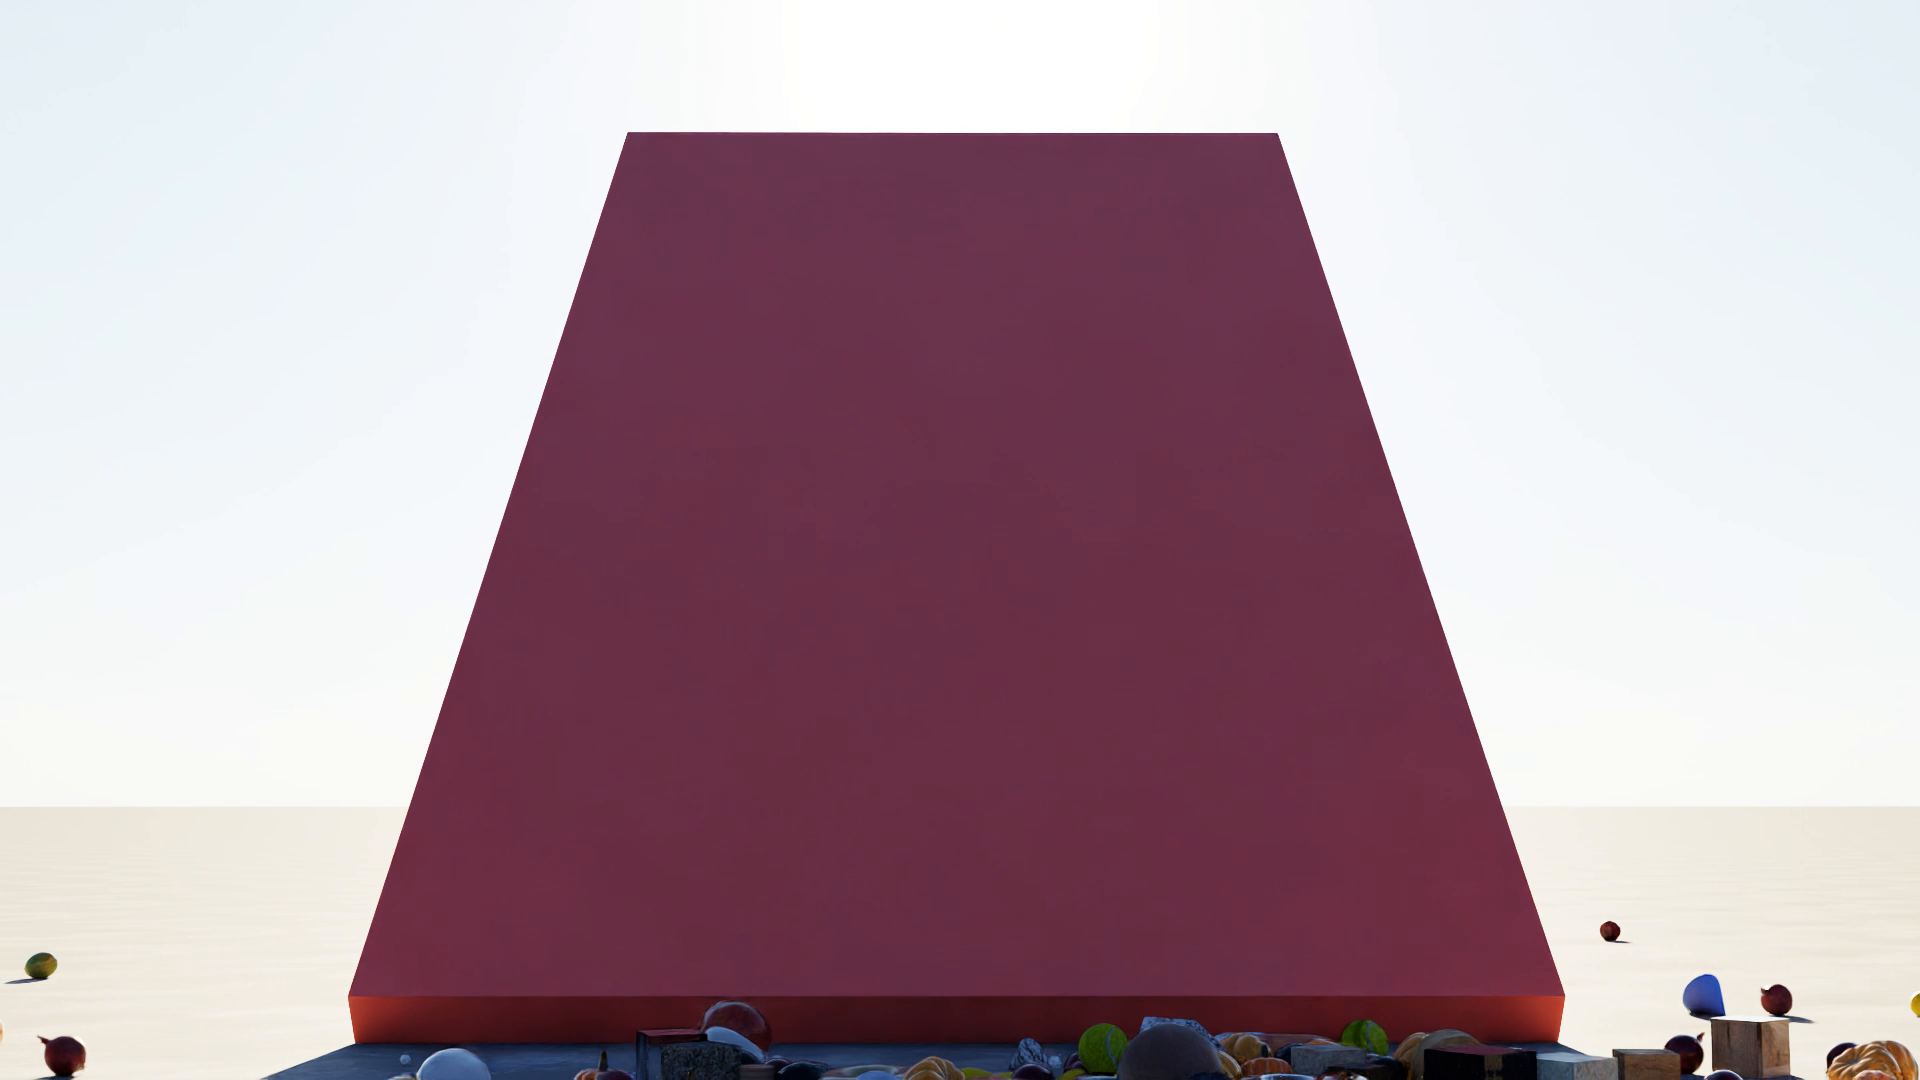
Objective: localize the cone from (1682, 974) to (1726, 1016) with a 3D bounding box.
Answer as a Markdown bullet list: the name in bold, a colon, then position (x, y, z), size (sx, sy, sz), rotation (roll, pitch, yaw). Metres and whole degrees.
- **cone**: position (1.416, 0.873, 4.541), size (0.083, 0.083, 0.083), rotation (2, 20, -20)

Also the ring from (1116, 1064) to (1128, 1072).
- **ring**: position (0.265, 0.741, 3.317), size (0.115, 0.038, 0.115), rotation (-1, -5, 0)

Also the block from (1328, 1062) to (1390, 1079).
- **block**: position (0.518, 0.712, 3.139), size (0.057, 0.057, 0.057), rotation (-6, -8, 42)

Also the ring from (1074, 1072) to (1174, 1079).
- **ring**: position (0.213, 0.713, 3.110), size (0.150, 0.050, 0.150), rotation (1, -9, 0)

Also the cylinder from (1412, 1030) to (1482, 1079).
- **cylinder**: position (0.648, 0.694, 3.163), size (0.098, 0.098, 0.098), rotation (0, -6, 2)

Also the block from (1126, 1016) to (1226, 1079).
- **block**: position (0.287, 0.691, 3.204), size (0.083, 0.083, 0.083), rotation (-5, -40, 40)

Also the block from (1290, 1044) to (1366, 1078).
- **block**: position (0.493, 0.715, 3.229), size (0.071, 0.071, 0.071), rotation (3, -7, -27)

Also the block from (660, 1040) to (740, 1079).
- **block**: position (-0.345, 0.710, 3.214), size (0.077, 0.077, 0.077), rotation (5, -8, -38)

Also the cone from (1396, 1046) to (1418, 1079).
- **cone**: position (0.636, 0.743, 3.313), size (0.073, 0.073, 0.073), rotation (-1, 20, 7)

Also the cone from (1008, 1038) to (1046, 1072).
- **cone**: position (0.089, 0.777, 3.595), size (0.056, 0.056, 0.056), rotation (-38, -27, 31)

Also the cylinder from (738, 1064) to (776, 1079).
- **cylinder**: position (-0.269, 0.721, 3.193), size (0.051, 0.051, 0.051), rotation (0, -6, 0)

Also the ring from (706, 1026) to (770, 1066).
- **ring**: position (-0.322, 0.739, 3.482), size (0.110, 0.037, 0.110), rotation (28, -24, 14)

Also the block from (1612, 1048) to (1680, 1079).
- **block**: position (0.903, 0.709, 3.179), size (0.072, 0.072, 0.072), rotation (0, -6, 2)

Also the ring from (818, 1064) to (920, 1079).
- **ring**: position (-0.117, 0.718, 3.153), size (0.148, 0.049, 0.148), rotation (-2, -3, 0)

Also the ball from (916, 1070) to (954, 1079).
- **ball**: position (-0.032, 0.699, 3.043), size (0.063, 0.063, 0.063), rotation (0, -6, 0)

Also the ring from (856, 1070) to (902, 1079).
- **ring**: position (-0.096, 0.703, 3.057), size (0.084, 0.028, 0.084), rotation (18, 21, -7)

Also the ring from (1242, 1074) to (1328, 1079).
- **ring**: position (0.421, 0.713, 3.093), size (0.144, 0.048, 0.144), rotation (1, -6, 0)

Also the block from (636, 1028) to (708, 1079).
- **block**: position (-0.399, 0.722, 3.340), size (0.082, 0.082, 0.082), rotation (2, -7, -20)

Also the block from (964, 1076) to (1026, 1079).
- **block**: position (0.037, 0.672, 2.835), size (0.073, 0.073, 0.073), rotation (-4, -7, 31)

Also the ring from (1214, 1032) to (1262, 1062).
- **ring**: position (0.444, 0.788, 3.754), size (0.114, 0.038, 0.114), rotation (0, -5, 0)

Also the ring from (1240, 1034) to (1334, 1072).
- **ring**: position (0.493, 0.769, 3.621), size (0.148, 0.049, 0.148), rotation (1, -7, 0)

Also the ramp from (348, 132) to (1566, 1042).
- **ramp**: position (-0.013, -0.209, 5.723), size (2.000, 0.100, 4.000), rotation (0, 30, 0)

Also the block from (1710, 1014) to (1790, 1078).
- **block**: position (1.163, 0.745, 3.556), size (0.081, 0.081, 0.081), rotation (6, -8, -43)

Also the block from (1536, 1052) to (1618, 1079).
- **block**: position (0.747, 0.680, 2.971), size (0.086, 0.086, 0.086), rotation (5, -8, -38)

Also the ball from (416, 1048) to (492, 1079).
- **ball**: position (-0.627, 0.677, 2.990), size (0.095, 0.095, 0.095), rotation (0, -6, 0)

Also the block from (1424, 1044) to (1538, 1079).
- **block**: position (0.639, 0.674, 2.963), size (0.096, 0.096, 0.096), rotation (5, -8, -37)
